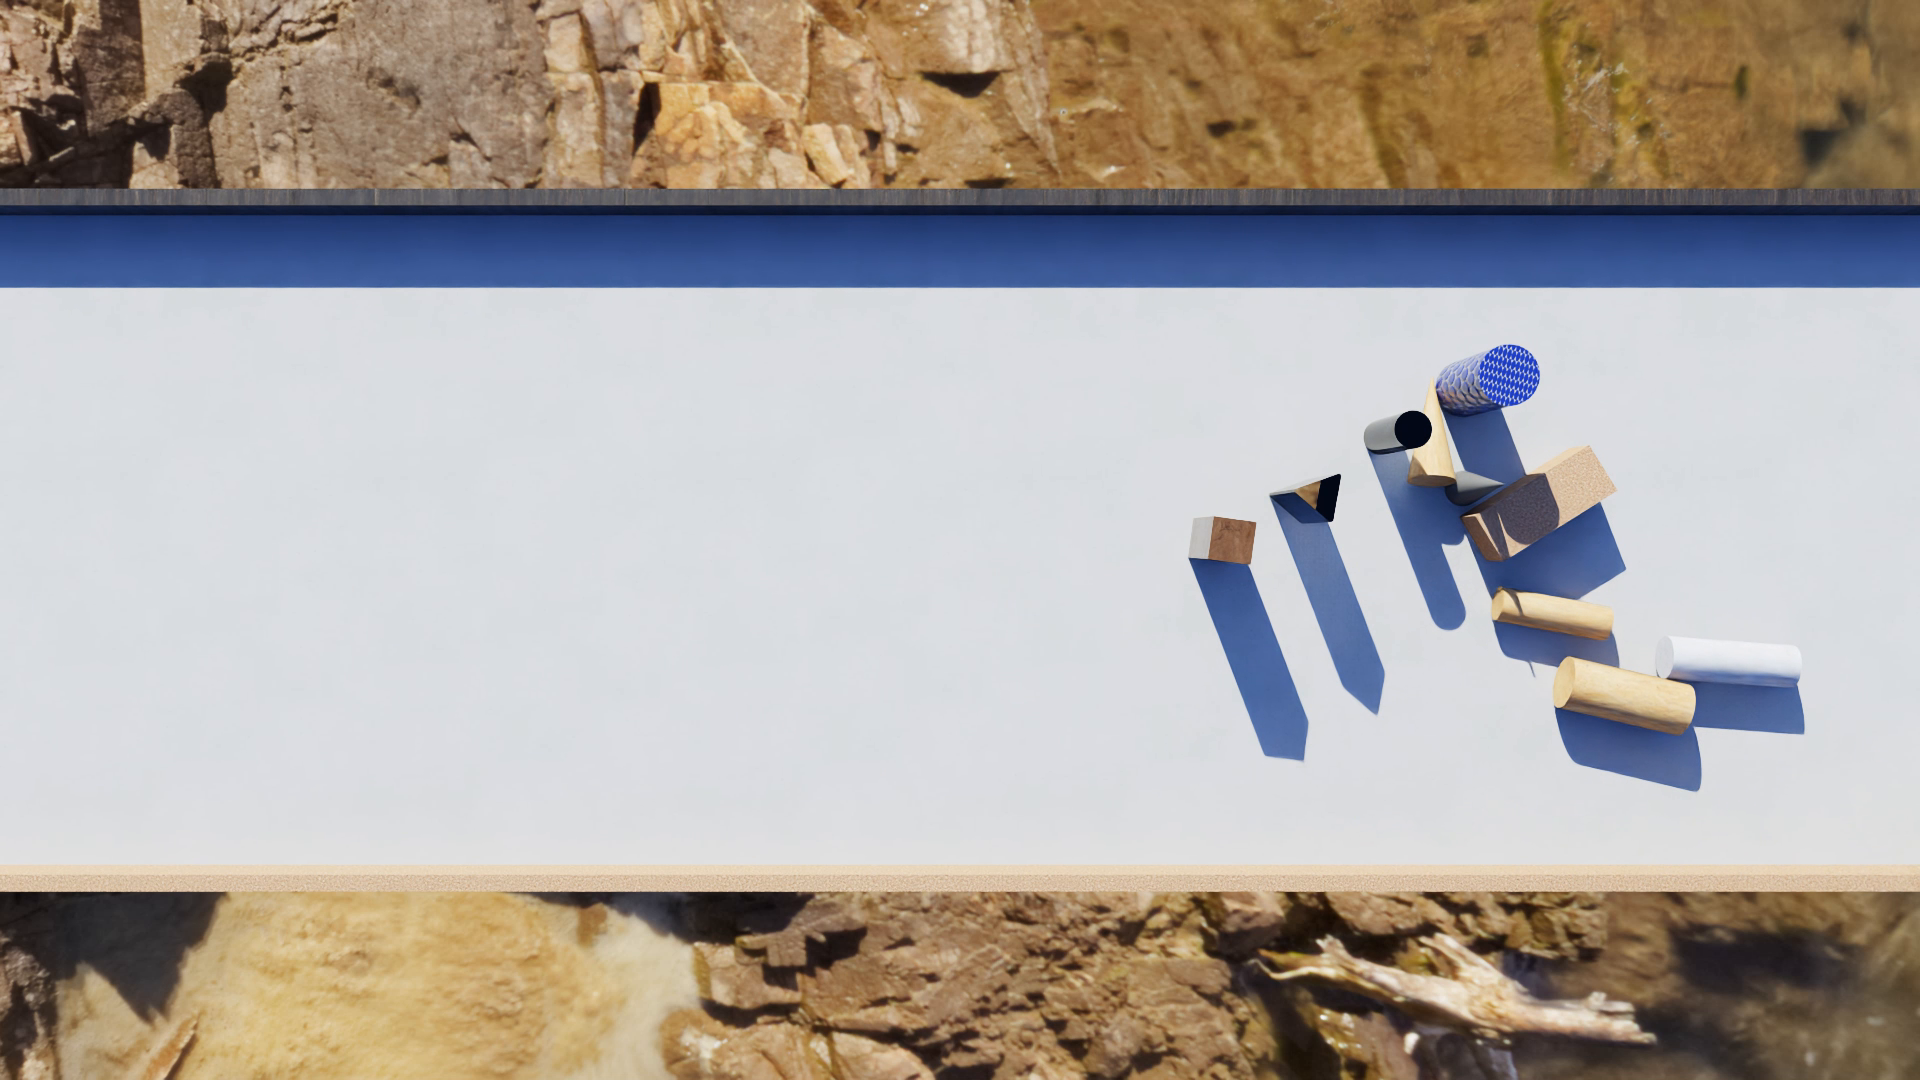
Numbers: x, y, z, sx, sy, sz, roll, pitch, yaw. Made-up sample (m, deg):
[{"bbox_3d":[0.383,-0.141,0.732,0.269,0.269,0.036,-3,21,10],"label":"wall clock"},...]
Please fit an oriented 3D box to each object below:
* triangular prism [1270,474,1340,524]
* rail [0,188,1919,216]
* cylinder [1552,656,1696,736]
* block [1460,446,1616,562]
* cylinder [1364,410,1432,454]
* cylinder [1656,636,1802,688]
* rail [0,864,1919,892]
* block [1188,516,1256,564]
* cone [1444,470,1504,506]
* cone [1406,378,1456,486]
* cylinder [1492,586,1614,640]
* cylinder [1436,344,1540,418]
[{"bbox_3d":[1.042,-0.141,4.880,0.138,0.394,0.120,40,90,0],"label":"triangular prism"},{"bbox_3d":[-2.247,-1.025,5.002,12.000,0.150,0.050,0,90,0],"label":"rail"},{"bbox_3d":[2.009,0.472,4.997,0.369,0.160,0.160,13,90,0],"label":"cylinder"},{"bbox_3d":[1.748,-0.110,4.997,0.401,0.160,0.160,-32,90,0],"label":"block"},{"bbox_3d":[1.296,-0.316,4.896,0.109,0.361,0.109,0,90,0],"label":"cylinder"},{"bbox_3d":[2.333,0.370,5.011,0.385,0.131,0.131,4,90,0],"label":"cylinder"},{"bbox_3d":[-2.247,1.025,5.001,12.000,0.150,0.050,0,90,0],"label":"rail"},{"bbox_3d":[0.771,0.001,4.873,0.122,0.408,0.122,8,90,0],"label":"block"},{"bbox_3d":[1.547,-0.159,4.878,0.110,0.397,0.110,0,90,0],"label":"cone"},{"bbox_3d":[1.442,-0.346,5.041,0.146,0.146,0.341,4,78,0],"label":"cone"},{"bbox_3d":[1.803,0.223,5.024,0.337,0.104,0.104,10,90,0],"label":"cylinder"},{"bbox_3d":[1.550,-0.465,4.865,0.174,0.423,0.174,0,90,0],"label":"cylinder"}]
